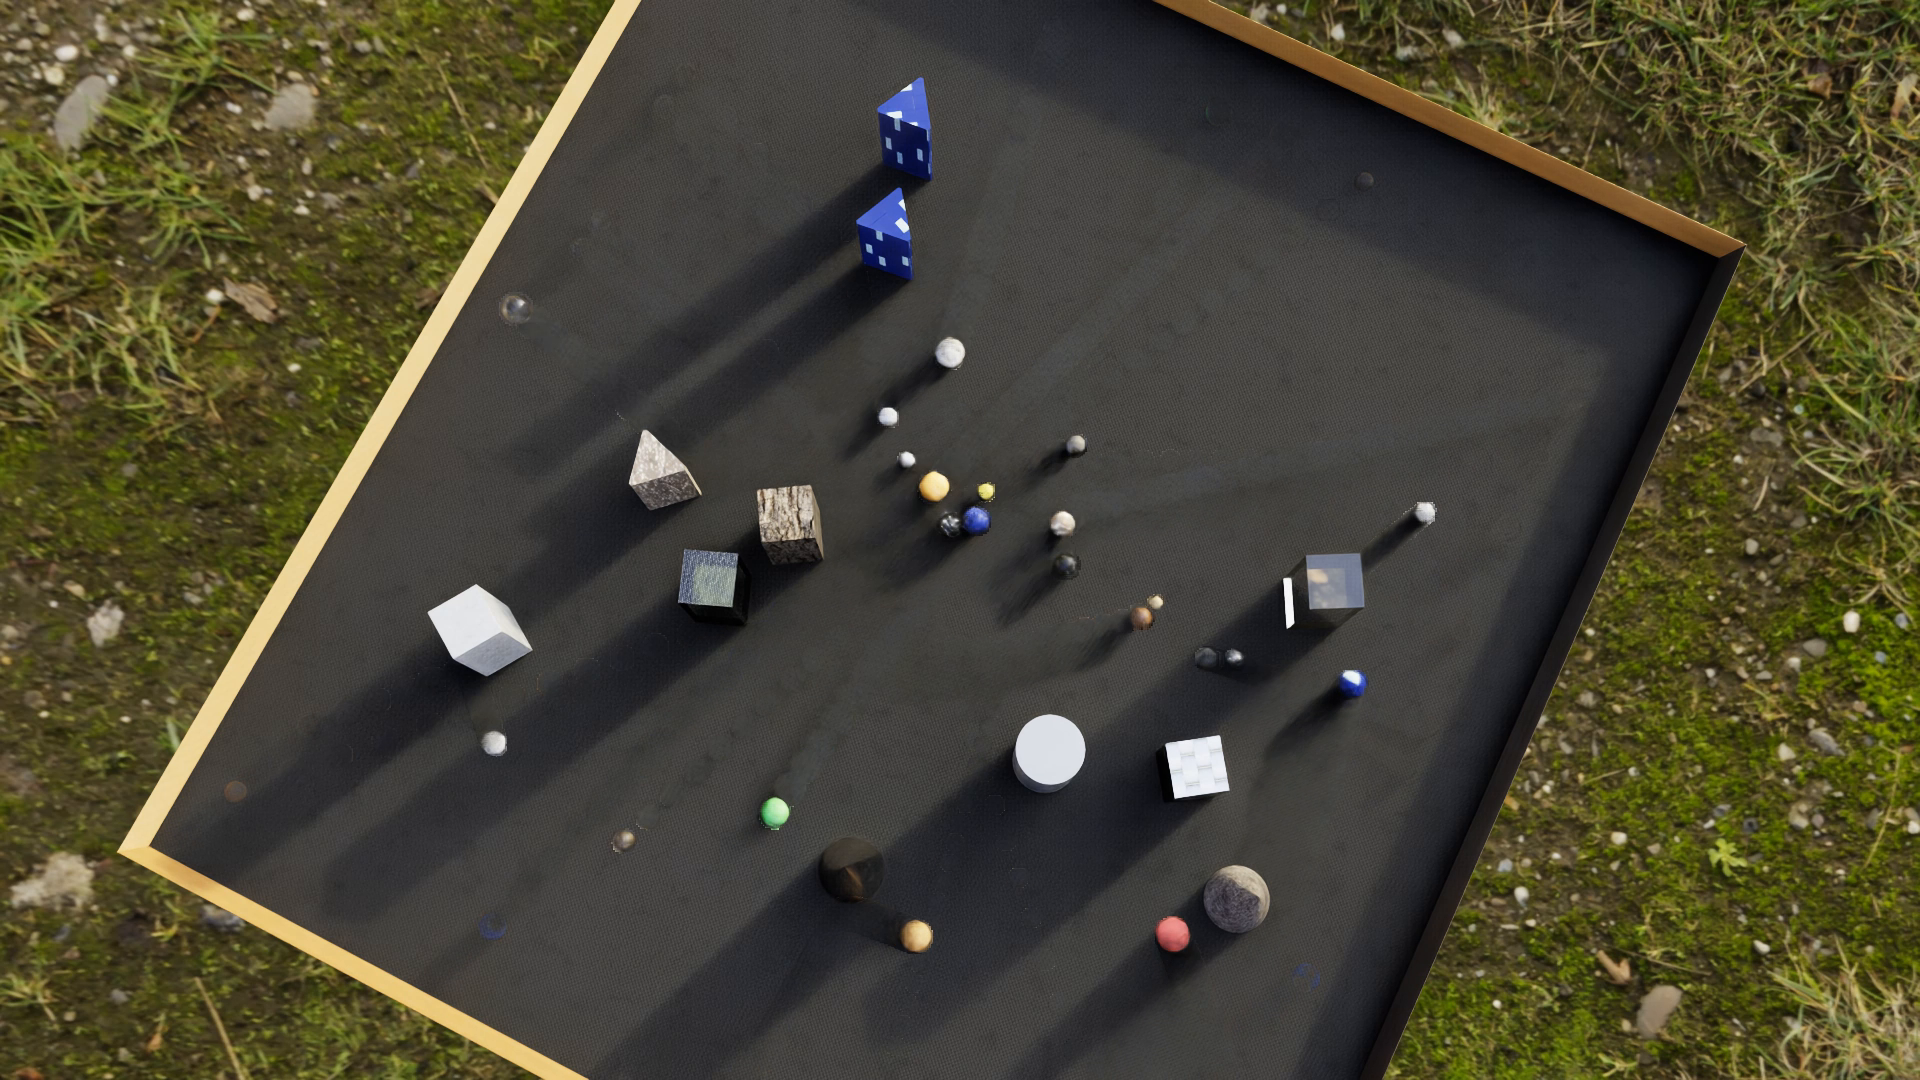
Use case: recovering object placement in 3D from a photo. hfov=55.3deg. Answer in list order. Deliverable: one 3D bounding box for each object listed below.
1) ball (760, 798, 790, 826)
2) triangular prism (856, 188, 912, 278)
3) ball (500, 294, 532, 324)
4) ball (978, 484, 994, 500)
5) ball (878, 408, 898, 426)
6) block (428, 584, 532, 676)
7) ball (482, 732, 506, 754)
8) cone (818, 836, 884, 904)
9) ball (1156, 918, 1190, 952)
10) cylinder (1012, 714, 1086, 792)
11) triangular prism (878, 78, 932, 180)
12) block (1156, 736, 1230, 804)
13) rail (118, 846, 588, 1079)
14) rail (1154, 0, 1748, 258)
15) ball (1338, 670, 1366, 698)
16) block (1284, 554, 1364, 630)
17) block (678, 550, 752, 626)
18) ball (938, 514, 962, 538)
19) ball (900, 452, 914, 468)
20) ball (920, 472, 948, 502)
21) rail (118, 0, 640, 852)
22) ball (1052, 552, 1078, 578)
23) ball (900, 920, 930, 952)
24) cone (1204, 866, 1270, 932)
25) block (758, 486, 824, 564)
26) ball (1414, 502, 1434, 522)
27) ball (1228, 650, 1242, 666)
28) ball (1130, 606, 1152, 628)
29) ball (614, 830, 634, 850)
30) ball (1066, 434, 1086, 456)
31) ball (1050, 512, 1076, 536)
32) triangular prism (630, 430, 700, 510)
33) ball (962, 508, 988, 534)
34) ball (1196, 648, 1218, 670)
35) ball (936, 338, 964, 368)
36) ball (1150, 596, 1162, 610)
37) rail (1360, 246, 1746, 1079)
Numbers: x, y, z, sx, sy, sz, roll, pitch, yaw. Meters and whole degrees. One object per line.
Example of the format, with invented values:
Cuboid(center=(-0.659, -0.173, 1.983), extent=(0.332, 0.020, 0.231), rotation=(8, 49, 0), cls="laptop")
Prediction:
Cuboid(center=(-0.546, 0.804, 5.407), extent=(0.084, 0.084, 0.084), rotation=(0, 78, 0), cls="ball")
Cuboid(center=(-0.205, -0.953, 5.640), extent=(0.169, 0.340, 0.146), rotation=(19, 79, 4), cls="triangular prism")
Cuboid(center=(-1.384, -0.721, 5.717), extent=(0.095, 0.095, 0.095), rotation=(0, 78, 0), cls="ball")
Cuboid(center=(0.079, -0.149, 5.623), extent=(0.048, 0.048, 0.048), rotation=(0, 78, 0), cls="ball")
Cuboid(center=(-0.222, -0.381, 5.665), extent=(0.060, 0.060, 0.060), rotation=(0, 78, 0), cls="ball")
Cuboid(center=(-1.401, 0.269, 5.368), extent=(0.156, 0.377, 0.156), rotation=(-30, 80, -6), cls="block")
Cuboid(center=(-1.388, 0.604, 5.456), extent=(0.069, 0.069, 0.069), rotation=(0, 78, 0), cls="ball")
Cuboid(center=(-0.320, 0.941, 5.251), extent=(0.195, 0.335, 0.195), rotation=(0, 78, 0), cls="cone")
Cuboid(center=(0.620, 1.149, 5.329), extent=(0.098, 0.098, 0.098), rotation=(0, 78, 0), cls="ball")
Cuboid(center=(0.253, 0.623, 5.304), extent=(0.195, 0.359, 0.195), rotation=(0, 78, 0), cls="cylinder")
Cuboid(center=(-0.142, -1.285, 5.685), extent=(0.169, 0.387, 0.146), rotation=(21, 79, 4), cls="triangular prism")
Cuboid(center=(0.673, 0.672, 5.334), extent=(0.156, 0.281, 0.156), rotation=(-8, 78, -2), cls="block")
Cuboid(center=(-0.849, 1.669, 5.205), extent=(3.532, 0.127, 0.045), rotation=(26, 80, 5), cls="rail")
Cuboid(center=(0.849, -1.655, 5.893), extent=(3.532, 0.127, 0.045), rotation=(26, 80, 5), cls="rail")
Cuboid(center=(1.174, 0.433, 5.485), extent=(0.083, 0.083, 0.083), rotation=(0, 78, 0), cls="ball")
Cuboid(center=(1.068, 0.154, 5.395), extent=(0.156, 0.370, 0.156), rotation=(-2, 78, 0), cls="block")
Cuboid(center=(-0.719, 0.144, 5.408), extent=(0.156, 0.349, 0.156), rotation=(5, 78, 1), cls="block")
Cuboid(center=(-0.032, -0.043, 5.585), extent=(0.076, 0.076, 0.076), rotation=(0, 78, 0), cls="ball")
Cuboid(center=(-0.164, -0.246, 5.643), extent=(0.048, 0.048, 0.048), rotation=(0, 78, 0), cls="ball")
Cuboid(center=(-0.079, -0.163, 5.605), extent=(0.089, 0.089, 0.089), rotation=(0, 78, 0), cls="ball")
Cuboid(center=(-1.558, -0.756, 5.707), extent=(0.045, 0.127, 3.843), rotation=(26, 80, 5), cls="rail")
Cuboid(center=(0.320, 0.077, 5.560), extent=(0.079, 0.079, 0.079), rotation=(0, 78, 0), cls="ball")
Cuboid(center=(-0.130, 1.152, 5.332), extent=(0.090, 0.090, 0.090), rotation=(0, 78, 0), cls="ball")
Cuboid(center=(0.815, 1.015, 5.193), extent=(0.195, 0.418, 0.195), rotation=(0, 78, 0), cls="cone")
Cuboid(center=(-0.502, -0.042, 5.452), extent=(0.156, 0.339, 0.156), rotation=(-5, 78, -1), cls="block")
Cuboid(center=(1.421, -0.084, 5.605), extent=(0.058, 0.058, 0.058), rotation=(0, 78, 0), cls="ball")
Cuboid(center=(0.827, 0.355, 5.520), extent=(0.045, 0.045, 0.045), rotation=(0, 78, 0), cls="ball")
Cuboid(center=(0.548, 0.234, 5.535), extent=(0.064, 0.064, 0.064), rotation=(0, 78, 0), cls="ball")
Cuboid(center=(-0.990, 0.886, 5.402), extent=(0.061, 0.061, 0.061), rotation=(0, 78, 0), cls="ball")
Cuboid(center=(0.355, -0.293, 5.645), extent=(0.062, 0.062, 0.062), rotation=(0, 78, 0), cls="ball")
Cuboid(center=(0.313, -0.048, 5.588), extent=(0.076, 0.076, 0.076), rotation=(0, 78, 0), cls="ball")
Cuboid(center=(-0.899, -0.219, 5.494), extent=(0.169, 0.330, 0.146), rotation=(-17, 79, -3), cls="triangular prism")
Cuboid(center=(0.047, -0.058, 5.588), extent=(0.080, 0.080, 0.080), rotation=(0, 78, 0), cls="ball")
Cuboid(center=(0.743, 0.357, 5.510), extent=(0.063, 0.063, 0.063), rotation=(0, 78, 0), cls="ball")
Cuboid(center=(-0.031, -0.581, 5.690), extent=(0.091, 0.091, 0.091), rotation=(0, 78, 0), cls="ball")
Cuboid(center=(0.594, 0.191, 5.556), extent=(0.041, 0.041, 0.041), rotation=(0, 78, 0), cls="ball")
Cuboid(center=(1.558, 0.770, 5.391), extent=(0.045, 0.127, 3.843), rotation=(26, 80, 5), cls="rail")
